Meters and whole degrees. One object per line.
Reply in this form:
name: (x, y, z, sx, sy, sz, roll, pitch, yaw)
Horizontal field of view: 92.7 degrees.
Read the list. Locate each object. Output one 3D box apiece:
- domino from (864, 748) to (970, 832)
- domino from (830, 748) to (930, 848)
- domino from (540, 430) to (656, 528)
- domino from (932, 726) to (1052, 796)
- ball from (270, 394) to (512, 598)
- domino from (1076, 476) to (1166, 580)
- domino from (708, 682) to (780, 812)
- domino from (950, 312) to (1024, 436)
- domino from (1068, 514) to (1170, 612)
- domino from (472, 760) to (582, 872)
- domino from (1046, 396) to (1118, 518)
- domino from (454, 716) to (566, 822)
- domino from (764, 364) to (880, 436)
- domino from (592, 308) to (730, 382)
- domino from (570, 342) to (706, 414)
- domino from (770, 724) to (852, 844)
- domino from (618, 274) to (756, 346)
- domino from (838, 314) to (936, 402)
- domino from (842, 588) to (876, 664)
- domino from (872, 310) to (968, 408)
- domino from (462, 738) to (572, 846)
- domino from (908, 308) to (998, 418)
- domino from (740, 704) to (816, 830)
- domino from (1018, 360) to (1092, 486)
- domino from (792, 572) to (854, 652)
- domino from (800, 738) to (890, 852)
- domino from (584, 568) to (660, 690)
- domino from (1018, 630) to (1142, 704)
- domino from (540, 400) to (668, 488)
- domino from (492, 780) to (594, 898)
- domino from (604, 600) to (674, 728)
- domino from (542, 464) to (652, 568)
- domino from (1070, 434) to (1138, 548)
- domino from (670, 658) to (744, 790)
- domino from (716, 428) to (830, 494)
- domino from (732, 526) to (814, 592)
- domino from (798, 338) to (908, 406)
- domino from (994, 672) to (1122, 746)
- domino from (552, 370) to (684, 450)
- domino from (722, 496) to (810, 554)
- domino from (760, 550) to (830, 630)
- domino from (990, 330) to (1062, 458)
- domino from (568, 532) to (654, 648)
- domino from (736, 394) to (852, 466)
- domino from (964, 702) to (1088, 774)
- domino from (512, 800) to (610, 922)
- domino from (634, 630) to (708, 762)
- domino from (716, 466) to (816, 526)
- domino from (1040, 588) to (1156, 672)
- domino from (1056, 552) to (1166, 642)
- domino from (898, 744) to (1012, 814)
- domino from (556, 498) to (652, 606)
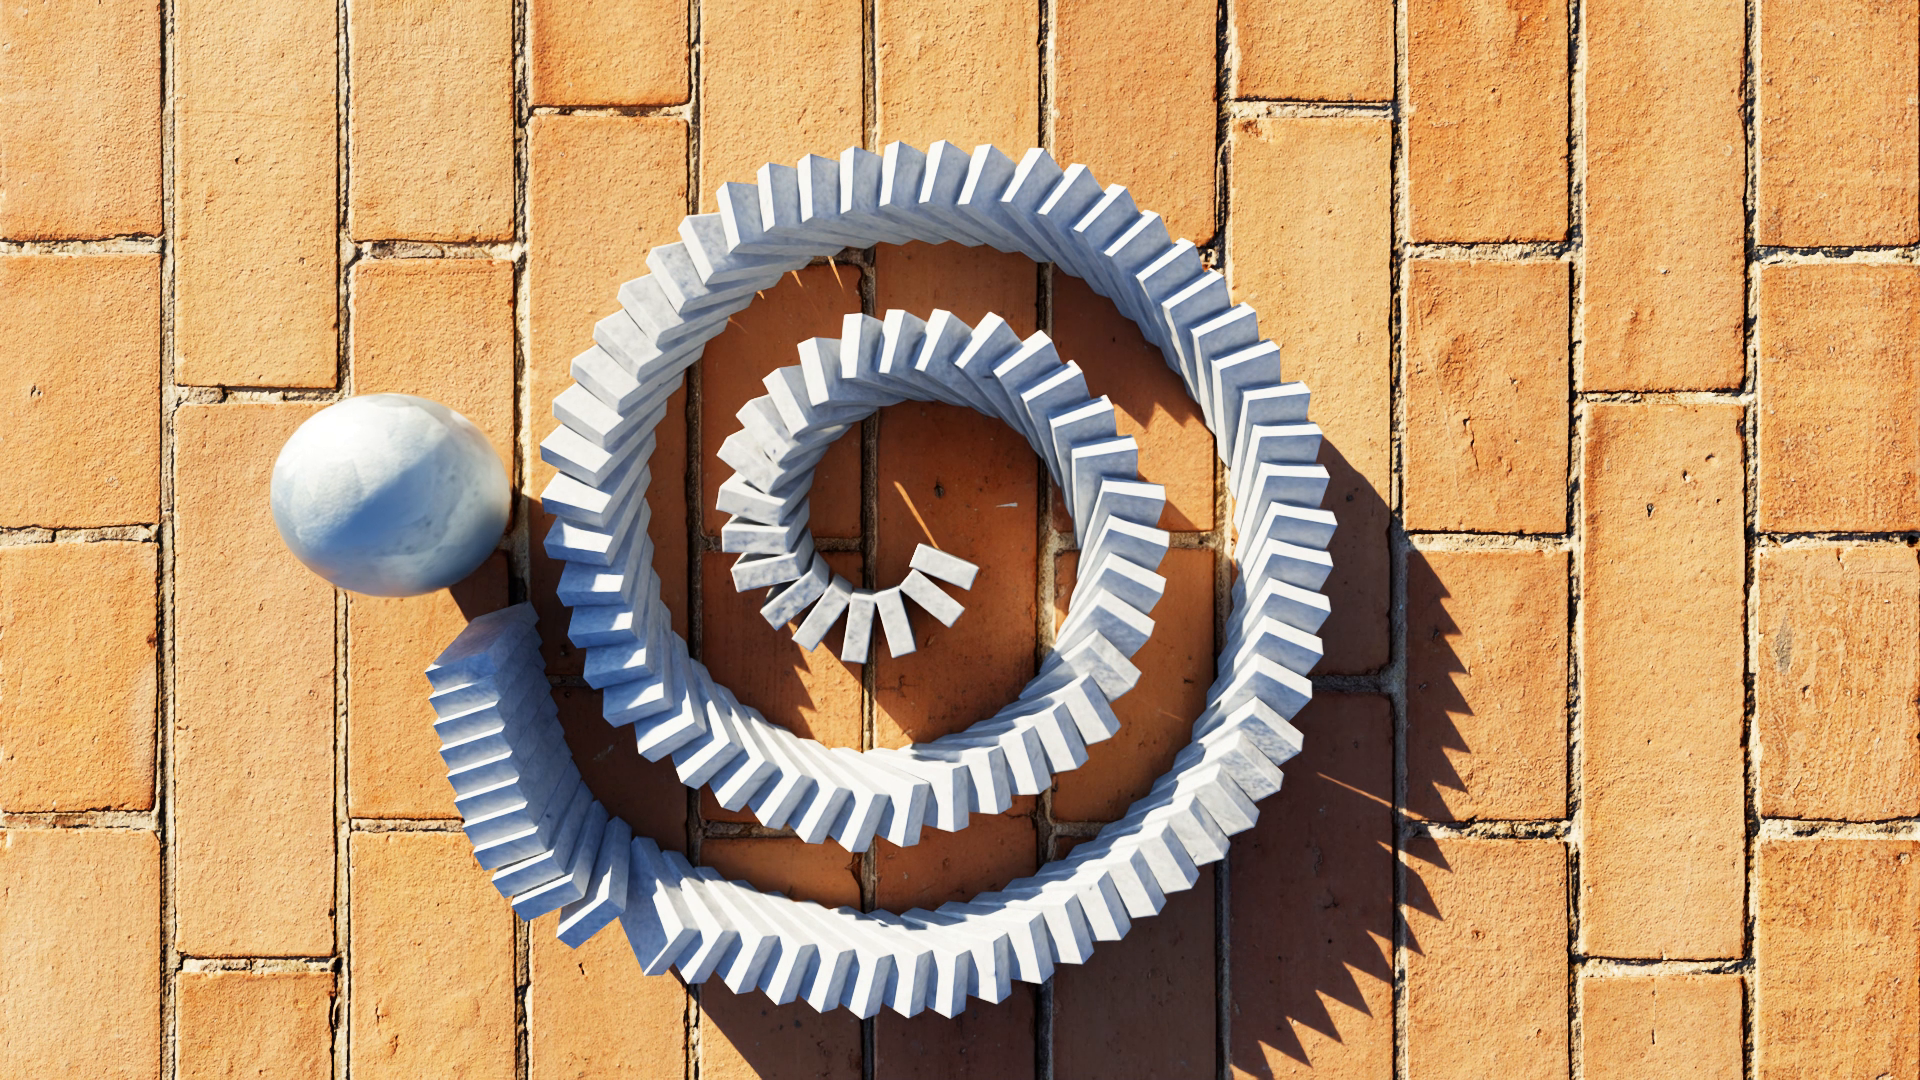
domino: (-0.019, 0.103, 0.380, 0.050, 0.009, 0.025, -1, 90, 41)
domino: (-0.036, 0.106, 0.380, 0.050, 0.009, 0.025, 10, 90, 41)
domino: (-0.149, -0.029, 0.380, 0.025, 0.010, 0.050, 15, 49, 0)
domino: (0.012, 0.092, 0.380, 0.050, 0.009, 0.025, -17, 90, 41)
ball: (-0.221, -0.017, 0.360, 0.080, 0.080, 0.080, 0, 90, 0)
domino: (0.066, -0.002, 0.379, 0.025, 0.010, 0.050, 8, 133, -1)
domino: (-0.097, 0.085, 0.380, 0.025, 0.010, 0.050, -48, 50, 0)
domino: (0.019, -0.068, 0.379, 0.025, 0.050, 0.009, -50, 47, 0)
domino: (0.065, 0.014, 0.380, 0.025, 0.009, 0.050, 17, 132, -1)
domino: (-0.176, 0.111, 0.375, 0.025, 0.050, 0.009, -18, 111, 0)
domino: (0.053, -0.034, 0.379, 0.025, 0.009, 0.050, -18, 134, 0)
domino: (-0.183, 0.092, 0.375, 0.025, 0.050, 0.010, -18, 111, 0)
domino: (-0.056, -0.059, 0.376, 0.009, 0.050, 0.025, -28, 90, 32)
domino: (-0.123, -0.088, 0.380, 0.025, 0.010, 0.050, 44, 50, 0)
domino: (-0.133, -0.075, 0.380, 0.025, 0.010, 0.050, 40, 50, 0)
domino: (-0.068, 0.100, 0.380, 0.050, 0.010, 0.025, 30, 90, 41)
domino: (-0.113, -0.101, 0.381, 0.025, 0.010, 0.050, 51, 51, 0)
domino: (-0.028, -0.074, 0.377, 0.009, 0.050, 0.025, 6, 90, 37)
domino: (-0.041, 0.034, 0.375, 0.010, 0.050, 0.025, 9, 90, -5)
domino: (-0.013, -0.074, 0.378, 0.010, 0.050, 0.025, 14, 90, 40)
domino: (-0.180, 0.102, 0.375, 0.025, 0.050, 0.009, -18, 111, 0)
domino: (0.003, -0.072, 0.378, 0.009, 0.050, 0.025, 24, 90, 42)
domino: (-0.083, 0.093, 0.380, 0.050, 0.009, 0.025, 35, 90, 40)
domino: (0.044, -0.047, 0.379, 0.025, 0.009, 0.050, -28, 135, 0)
domino: (-0.055, 0.029, 0.375, 0.009, 0.050, 0.025, 36, 90, -7)
domino: (-0.053, 0.105, 0.380, 0.050, 0.010, 0.025, 23, 90, 41)
domino: (-0.139, 0.036, 0.380, 0.025, 0.009, 0.050, -13, 50, 1)
domino: (0.049, 0.060, 0.380, 0.025, 0.010, 0.050, 44, 133, 0)
domino: (-0.147, -0.046, 0.380, 0.025, 0.010, 0.050, 27, 50, 1)
domino: (-0.169, 0.121, 0.375, 0.025, 0.050, 0.010, -23, 111, 0)
domino: (-0.133, 0.050, 0.380, 0.025, 0.010, 0.050, -18, 50, 1)
domino: (-0.149, -0.013, 0.380, 0.025, 0.009, 0.050, 9, 50, 0)
domino: (0.060, -0.019, 0.379, 0.025, 0.010, 0.050, -9, 133, 0)
domino: (-0.110, 0.075, 0.380, 0.025, 0.009, 0.050, -41, 49, 0)
domino: (-0.075, -0.037, 0.375, 0.025, 0.050, 0.010, 38, 115, 0)
domino: (-0.075, 0.007, 0.375, 0.025, 0.050, 0.010, -12, 104, 0)
domino: (-0.043, -0.068, 0.377, 0.010, 0.050, 0.025, -13, 90, 35)
domino: (0.040, 0.075, 0.380, 0.050, 0.009, 0.025, -31, 91, 42)
domino: (-0.141, -0.061, 0.380, 0.025, 0.009, 0.050, 34, 50, 1)
domino: (-0.078, -0.007, 0.375, 0.025, 0.050, 0.009, 2, 108, 0)
domino: (-0.066, 0.020, 0.375, 0.025, 0.050, 0.009, -39, 101, 0)
domino: (0.033, -0.059, 0.379, 0.025, 0.050, 0.010, -35, 46, 0)
domino: (-0.144, 0.020, 0.380, 0.025, 0.009, 0.050, -7, 50, 0)
domino: (-0.067, -0.049, 0.376, 0.009, 0.050, 0.025, -39, 90, 29)
domino: (0.027, 0.085, 0.380, 0.050, 0.009, 0.025, -23, 91, 41)
domino: (-0.162, 0.130, 0.375, 0.025, 0.050, 0.009, -23, 113, 0)
domino: (-0.123, 0.064, 0.380, 0.025, 0.009, 0.050, -30, 49, 0)
domino: (-0.078, -0.022, 0.375, 0.025, 0.050, 0.010, 16, 112, 0)
domino: (0.056, 0.045, 0.380, 0.025, 0.010, 0.050, 32, 131, 0)
domino: (0.062, 0.030, 0.380, 0.025, 0.009, 0.050, 26, 132, 0)
domino: (-0.003, 0.098, 0.380, 0.050, 0.010, 0.025, -10, 90, 41)
domino: (-0.147, 0.004, 0.380, 0.025, 0.010, 0.050, -1, 50, 0)
